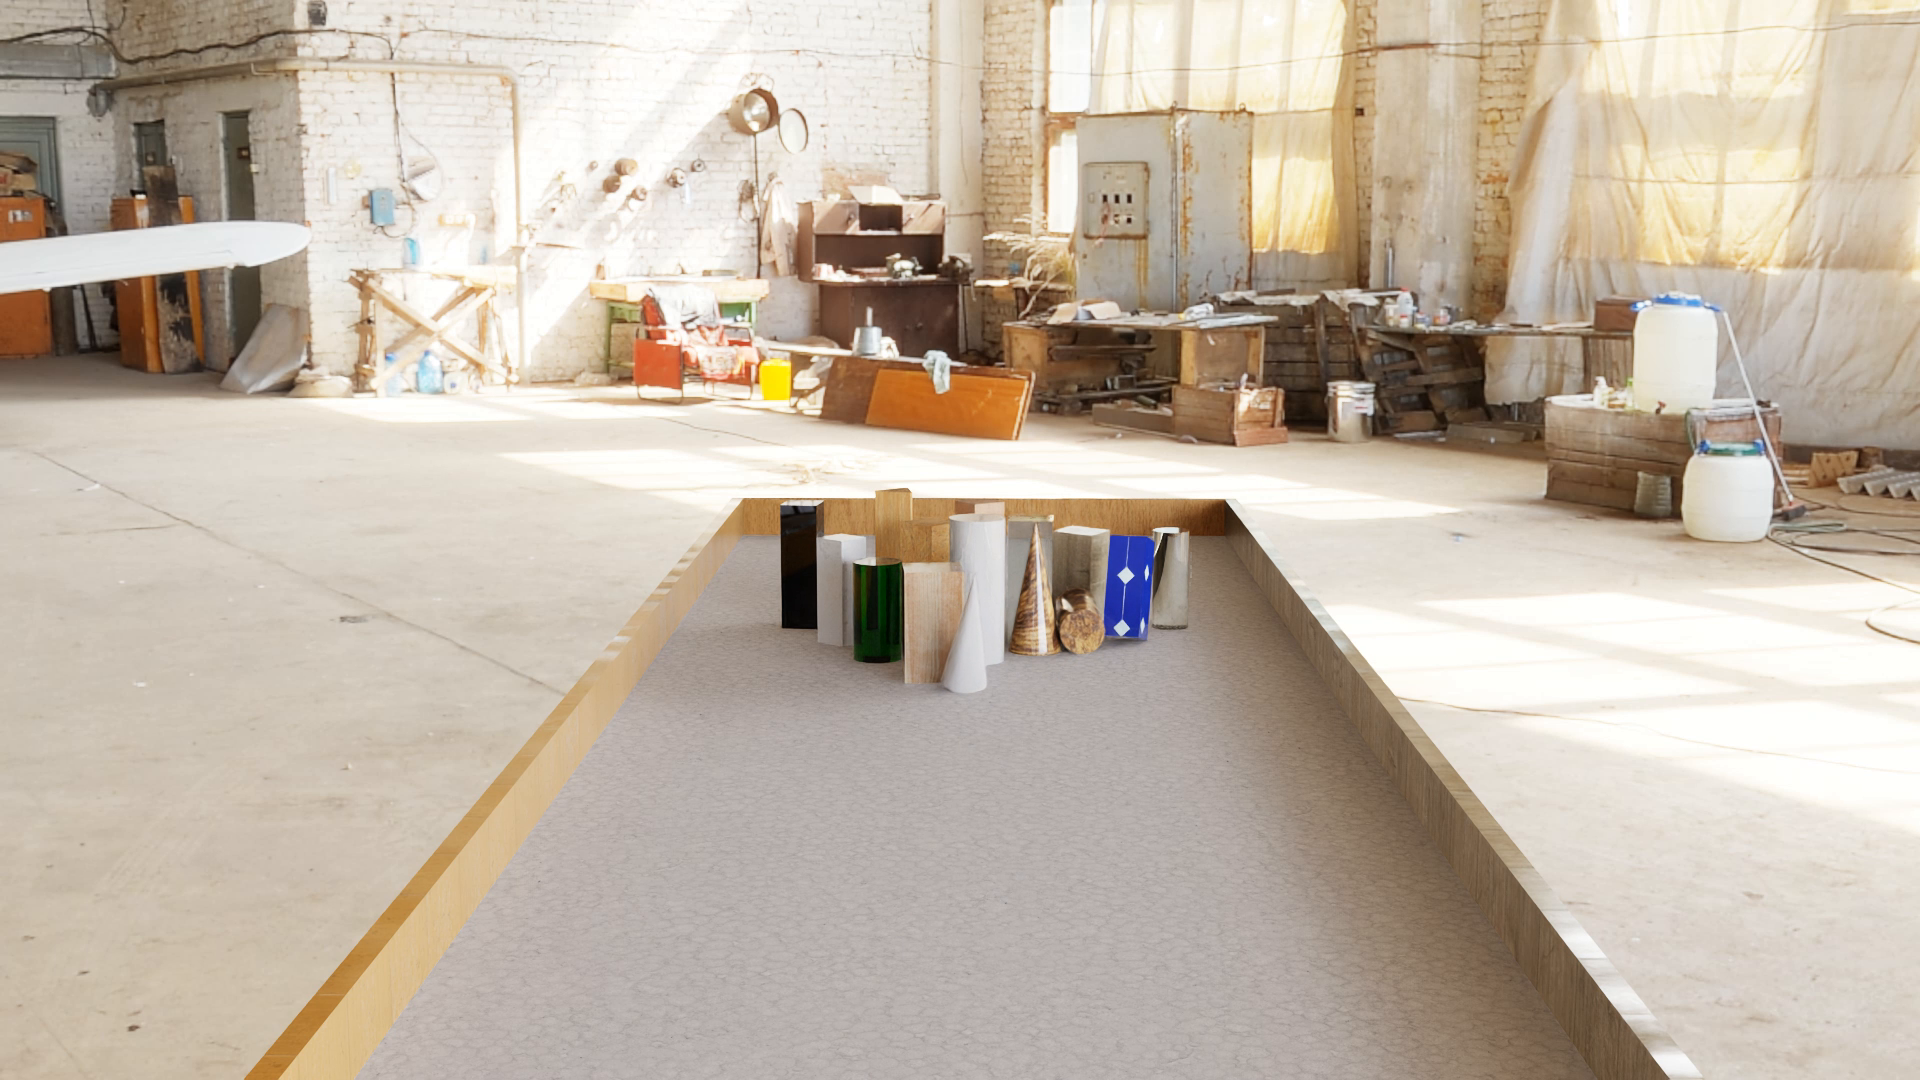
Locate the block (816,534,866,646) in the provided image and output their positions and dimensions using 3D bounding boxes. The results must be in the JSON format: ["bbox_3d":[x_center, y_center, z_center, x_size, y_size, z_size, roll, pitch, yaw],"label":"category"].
[{"bbox_3d":[-0.373,0.157,6.945,0.110,0.335,0.110,8,12,41],"label":"block"}]

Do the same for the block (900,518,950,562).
[{"bbox_3d":[-0.089,0.134,6.931,0.139,0.387,0.139,9,12,43],"label":"block"}]

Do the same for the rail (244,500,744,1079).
[{"bbox_3d":[-1.004,0.839,3.234,0.050,0.150,12.000,0,9,1],"label":"rail"}]

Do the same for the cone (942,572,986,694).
[{"bbox_3d":[0.027,0.247,6.240,0.133,0.355,0.133,5,25,-2],"label":"cone"}]

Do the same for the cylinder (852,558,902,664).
[{"bbox_3d":[-0.252,0.213,6.705,0.149,0.301,0.149,0,9,0],"label":"cylinder"}]

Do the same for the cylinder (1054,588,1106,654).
[{"bbox_3d":[0.378,0.253,6.972,0.139,0.139,0.391,0,9,0],"label":"cylinder"}]

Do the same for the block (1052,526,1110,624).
[{"bbox_3d":[0.395,0.121,7.244,0.140,0.309,0.140,8,12,28],"label":"block"}]

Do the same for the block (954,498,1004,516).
[{"bbox_3d":[0.063,0.079,7.188,0.117,0.415,0.117,-6,11,-34],"label":"block"}]

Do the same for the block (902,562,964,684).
[{"bbox_3d":[-0.079,0.241,6.450,0.173,0.325,0.173,-1,9,-4],"label":"block"}]

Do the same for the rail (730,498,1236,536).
[{"bbox_3d":[0.099,-0.098,9.147,2.100,0.150,0.050,0,9,1],"label":"rail"}]

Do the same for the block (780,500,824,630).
[{"bbox_3d":[-0.514,0.080,7.205,0.119,0.407,0.119,1,9,9],"label":"block"}]

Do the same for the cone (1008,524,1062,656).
[{"bbox_3d":[0.234,0.141,6.809,0.165,0.411,0.165,0,9,0],"label":"cone"}]

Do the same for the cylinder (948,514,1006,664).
[{"bbox_3d":[0.051,0.149,6.674,0.170,0.437,0.170,0,9,0],"label":"cylinder"}]

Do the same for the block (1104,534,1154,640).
[{"bbox_3d":[0.535,0.152,6.970,0.118,0.318,0.118,3,-7,18],"label":"block"}]

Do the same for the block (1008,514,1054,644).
[{"bbox_3d":[0.222,0.125,6.966,0.141,0.392,0.141,0,9,3],"label":"block"}]

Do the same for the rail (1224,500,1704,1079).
[{"bbox_3d":[1.046,0.843,3.208,0.050,0.150,12.000,0,9,1],"label":"rail"}]

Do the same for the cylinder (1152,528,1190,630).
[{"bbox_3d":[0.688,0.126,7.191,0.118,0.320,0.118,0,9,0],"label":"cylinder"}]

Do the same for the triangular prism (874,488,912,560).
[{"bbox_3d":[-0.196,0.056,7.228,0.130,0.447,0.113,4,10,22],"label":"triangular prism"}]
